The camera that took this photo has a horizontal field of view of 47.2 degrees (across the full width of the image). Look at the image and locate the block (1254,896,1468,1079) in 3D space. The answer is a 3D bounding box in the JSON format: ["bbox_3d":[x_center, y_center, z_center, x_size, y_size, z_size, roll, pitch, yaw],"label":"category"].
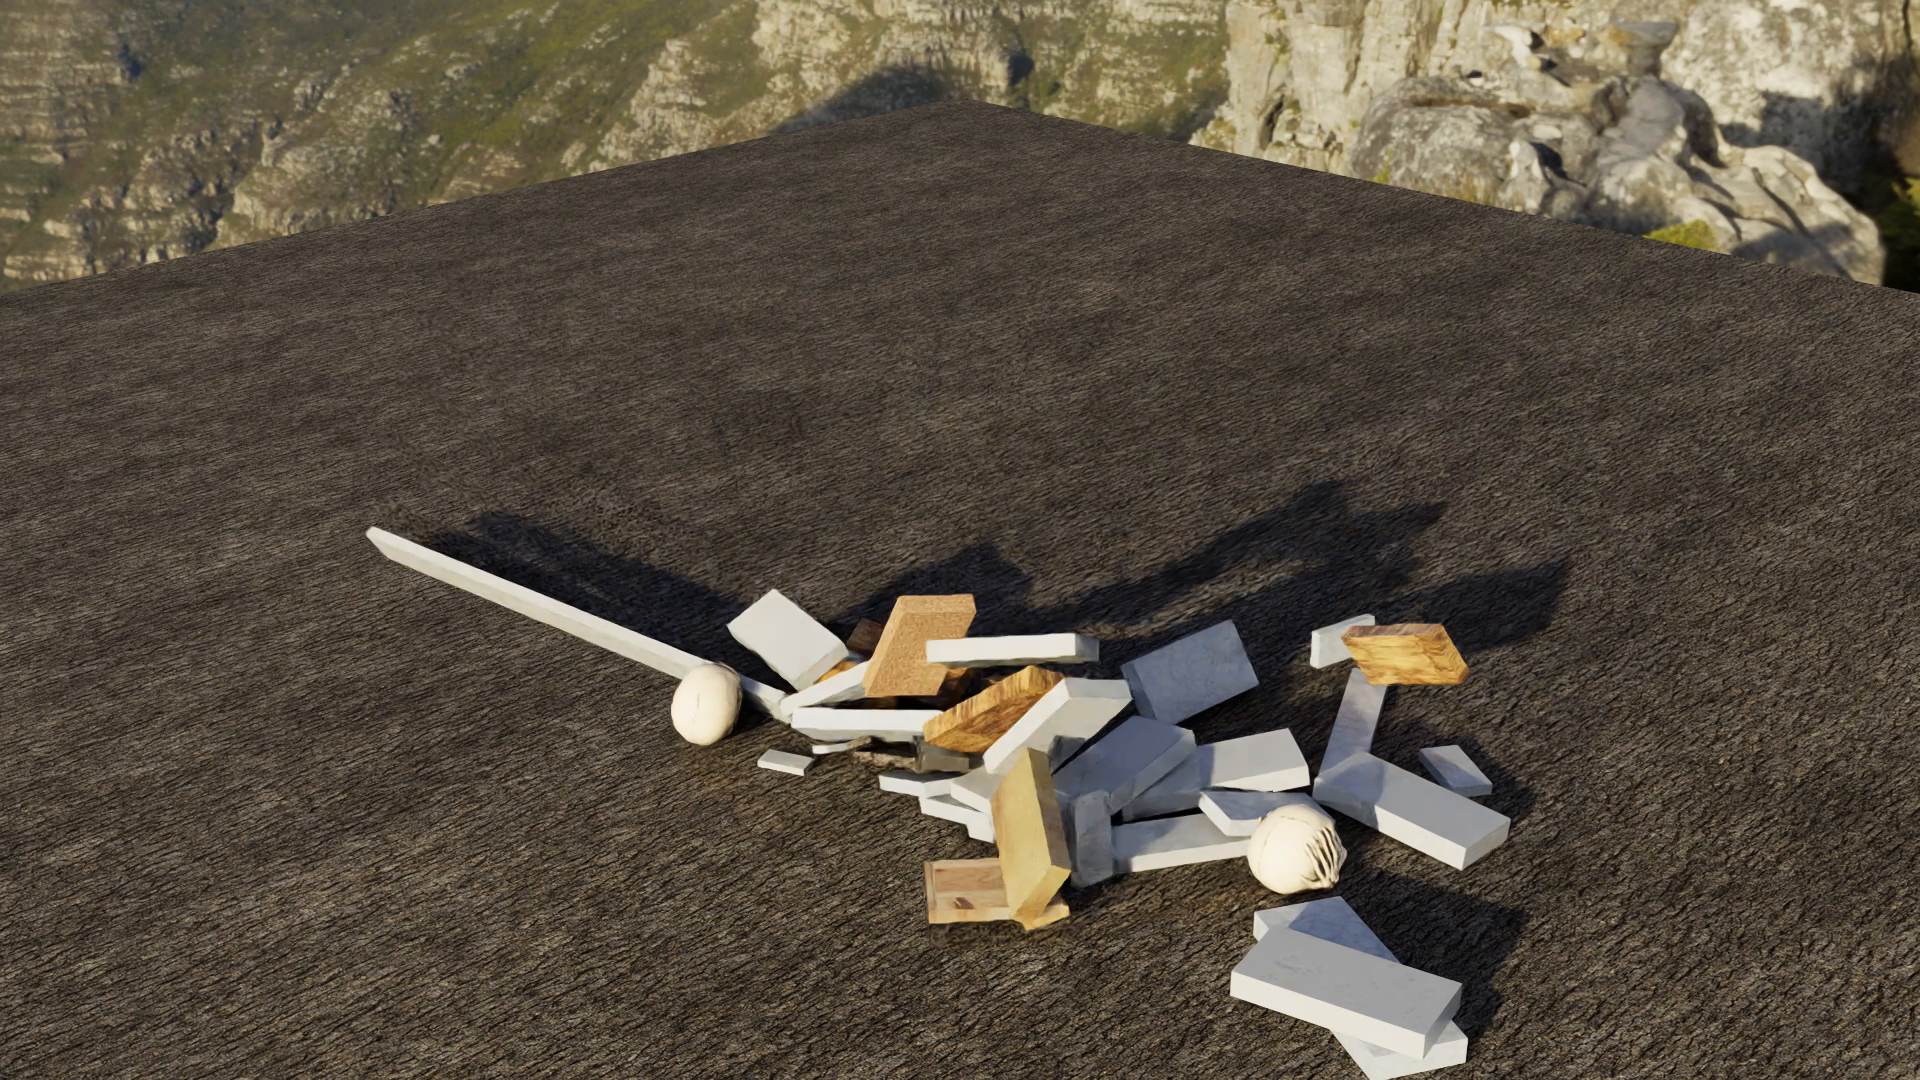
[{"bbox_3d":[0.694,0.779,3.861,0.174,0.049,0.463,-7,24,-17],"label":"block"}]

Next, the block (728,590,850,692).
[{"bbox_3d":[-0.381,0.219,4.841,0.137,0.039,0.301,-39,39,-16],"label":"block"}]

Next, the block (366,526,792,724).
[{"bbox_3d":[-0.923,0.187,5.191,1.452,0.103,0.029,18,64,36],"label":"block"}]

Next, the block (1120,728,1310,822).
[{"bbox_3d":[0.506,0.479,4.494,0.384,0.046,0.162,-11,24,-2],"label":"block"}]

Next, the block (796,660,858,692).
[{"bbox_3d":[-0.260,0.320,4.835,0.258,0.129,0.037,15,47,32],"label":"block"}]

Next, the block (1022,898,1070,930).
[{"bbox_3d":[0.131,0.668,4.140,0.086,0.024,0.172,-17,27,-16],"label":"block"}]

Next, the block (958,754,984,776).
[{"bbox_3d":[0.067,0.458,4.537,0.137,0.039,0.274,-9,10,-12],"label":"block"}]

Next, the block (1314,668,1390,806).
[{"bbox_3d":[0.847,0.420,4.740,0.086,0.024,0.602,7,24,16],"label":"block"}]

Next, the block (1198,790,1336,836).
[{"bbox_3d":[0.610,0.544,4.368,0.243,0.034,0.122,4,20,-24],"label":"block"}]

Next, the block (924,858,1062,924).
[{"bbox_3d":[0.059,0.639,4.029,0.243,0.034,0.121,-2,39,-4],"label":"block"}]

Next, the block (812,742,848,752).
[{"bbox_3d":[-0.254,0.438,4.658,0.106,0.015,0.053,-3,-2,-41],"label":"block"}]

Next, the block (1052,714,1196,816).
[{"bbox_3d":[0.316,0.469,4.479,0.162,0.046,0.323,12,35,45],"label":"block"}]

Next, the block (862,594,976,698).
[{"bbox_3d":[-0.083,0.211,4.355,0.149,0.299,0.042,0,54,-20],"label":"block"}]

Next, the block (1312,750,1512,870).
[{"bbox_3d":[0.899,0.536,4.391,0.348,0.049,0.174,24,30,36],"label":"block"}]

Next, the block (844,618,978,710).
[{"bbox_3d":[-0.125,0.285,4.936,0.328,0.040,0.141,17,64,35],"label":"block"}]

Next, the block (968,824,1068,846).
[{"bbox_3d":[0.132,0.562,4.292,0.119,0.034,0.238,-18,12,-34],"label":"block"}]

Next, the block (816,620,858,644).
[{"bbox_3d":[-0.317,0.239,5.090,0.205,0.029,0.103,7,60,15],"label":"block"}]

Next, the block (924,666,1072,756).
[{"bbox_3d":[0.089,0.336,4.278,0.148,0.042,0.337,17,-33,-34],"label":"block"}]

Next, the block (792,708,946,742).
[{"bbox_3d":[-0.060,0.386,4.542,0.557,0.042,0.149,0,-15,17],"label":"block"}]

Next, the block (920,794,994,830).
[{"bbox_3d":[0.036,0.527,4.384,0.119,0.034,0.238,-16,11,-33],"label":"block"}]

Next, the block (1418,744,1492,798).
[{"bbox_3d":[1.033,0.483,4.591,0.086,0.024,0.173,-5,23,-11],"label":"block"}]

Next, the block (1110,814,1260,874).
[{"bbox_3d":[0.415,0.593,4.319,0.319,0.034,0.121,-6,24,-14],"label":"block"}]

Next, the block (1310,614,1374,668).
[{"bbox_3d":[0.888,0.234,5.099,0.173,0.086,0.024,-15,27,-31],"label":"block"}]

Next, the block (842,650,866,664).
[{"bbox_3d":[-0.323,0.258,4.965,0.205,0.029,0.103,13,12,42],"label":"block"}]

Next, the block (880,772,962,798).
[{"bbox_3d":[-0.073,0.492,4.457,0.101,0.029,0.202,-6,1,-28],"label":"block"}]

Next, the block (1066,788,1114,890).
[{"bbox_3d":[0.244,0.563,4.138,0.086,0.172,0.024,-16,21,-35],"label":"block"}]

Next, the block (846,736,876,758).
[{"bbox_3d":[-0.207,0.434,4.611,0.053,0.015,0.106,-18,-16,-2],"label":"block"}]

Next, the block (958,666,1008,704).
[{"bbox_3d":[0.118,0.356,4.871,0.283,0.040,0.141,16,28,33],"label":"block"}]

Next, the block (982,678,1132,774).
[{"bbox_3d":[0.184,0.358,4.196,0.148,0.296,0.042,5,54,-34],"label":"block"}]

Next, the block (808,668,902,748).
[{"bbox_3d":[-0.234,0.352,4.760,0.258,0.129,0.037,18,47,36],"label":"block"}]

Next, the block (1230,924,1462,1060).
[{"bbox_3d":[0.659,0.769,3.760,0.348,0.049,0.174,14,27,29],"label":"block"}]

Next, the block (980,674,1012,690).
[{"bbox_3d":[0.164,0.323,4.704,0.141,0.040,0.283,-3,4,-21],"label":"block"}]

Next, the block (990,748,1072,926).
[{"bbox_3d":[0.126,0.537,4.009,0.042,0.149,0.299,19,33,-22],"label":"block"}]

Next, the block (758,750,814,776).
[{"bbox_3d":[-0.366,0.469,4.637,0.106,0.015,0.053,9,25,20],"label":"block"}]

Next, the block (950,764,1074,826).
[{"bbox_3d":[0.107,0.502,4.267,0.119,0.034,0.238,-23,31,-39],"label":"block"}]

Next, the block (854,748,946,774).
[{"bbox_3d":[-0.113,0.456,4.553,0.203,0.029,0.101,3,1,41],"label":"block"}]

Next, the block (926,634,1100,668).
[{"bbox_3d":[0.101,0.212,4.186,0.296,0.042,0.148,-4,-9,21],"label":"block"}]

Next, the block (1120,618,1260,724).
[{"bbox_3d":[0.509,0.299,4.853,0.323,0.162,0.046,-20,-5,-38],"label":"block"}]

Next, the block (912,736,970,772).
[{"bbox_3d":[-0.041,0.433,4.446,0.101,0.029,0.203,5,5,-5],"label":"block"}]

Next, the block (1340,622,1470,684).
[{"bbox_3d":[0.972,0.250,4.809,0.039,0.137,0.274,-44,20,-28],"label":"block"}]

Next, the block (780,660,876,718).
[{"bbox_3d":[-0.234,0.314,4.610,0.258,0.037,0.129,-25,-21,25],"label":"block"}]
